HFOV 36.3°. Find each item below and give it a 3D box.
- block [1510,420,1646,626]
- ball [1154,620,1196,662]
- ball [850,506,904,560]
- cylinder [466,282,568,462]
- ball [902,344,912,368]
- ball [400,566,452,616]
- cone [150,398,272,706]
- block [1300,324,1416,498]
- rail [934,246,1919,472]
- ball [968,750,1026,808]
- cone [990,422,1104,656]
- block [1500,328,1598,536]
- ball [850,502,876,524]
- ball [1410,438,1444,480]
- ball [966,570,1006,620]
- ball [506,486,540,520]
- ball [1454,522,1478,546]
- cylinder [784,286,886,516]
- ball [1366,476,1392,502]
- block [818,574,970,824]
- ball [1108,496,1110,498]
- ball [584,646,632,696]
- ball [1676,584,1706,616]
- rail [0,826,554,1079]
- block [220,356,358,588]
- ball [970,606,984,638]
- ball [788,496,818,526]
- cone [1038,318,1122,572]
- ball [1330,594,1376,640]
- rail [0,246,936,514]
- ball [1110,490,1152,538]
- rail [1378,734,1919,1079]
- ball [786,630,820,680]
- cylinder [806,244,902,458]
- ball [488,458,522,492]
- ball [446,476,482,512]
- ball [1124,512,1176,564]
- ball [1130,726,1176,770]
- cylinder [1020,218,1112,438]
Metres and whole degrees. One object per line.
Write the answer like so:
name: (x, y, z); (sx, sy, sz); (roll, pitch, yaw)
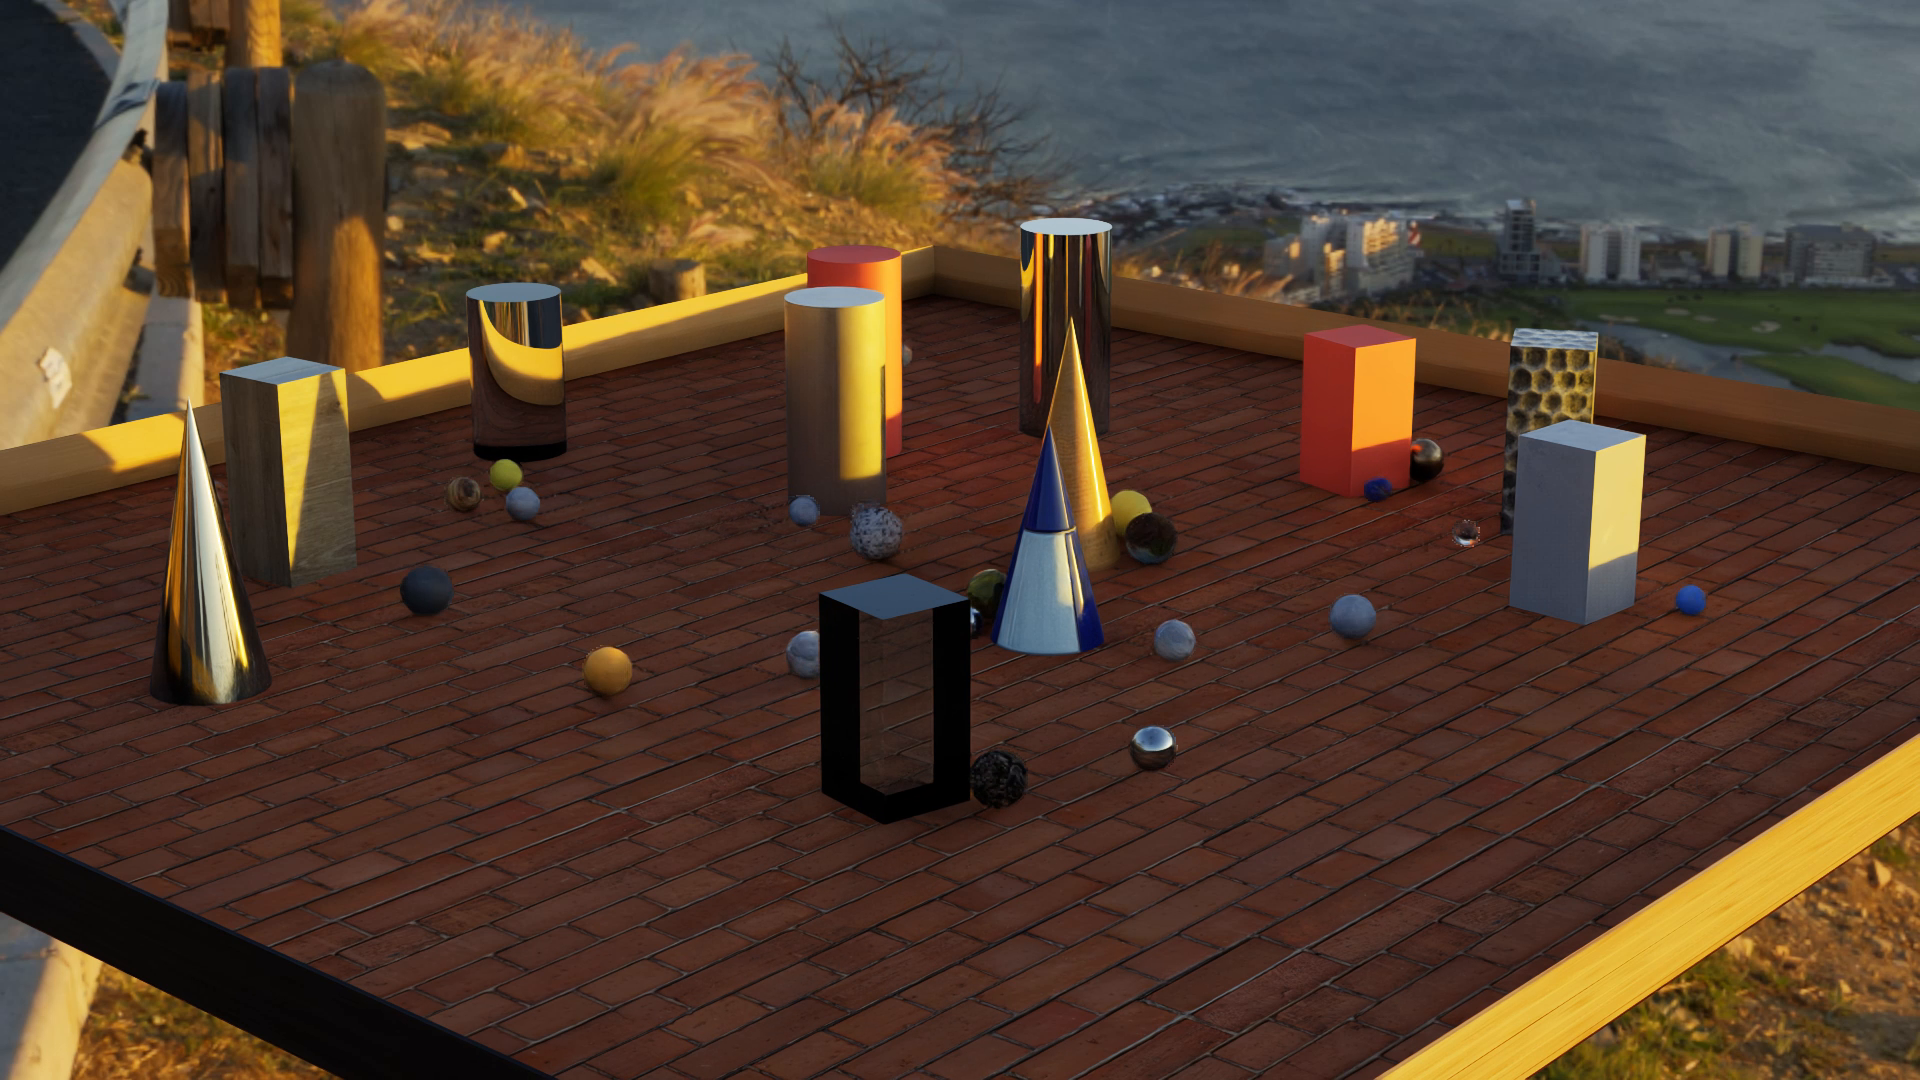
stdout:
block: (1.057, -0.032, 5.022); (0.153, 0.305, 0.153); (16, 23, 42)
ball: (0.350, 0.164, 4.783); (0.068, 0.068, 0.068); (0, 17, 0)
ball: (-0.151, -0.012, 5.317); (0.096, 0.096, 0.096); (0, 17, 0)
cylinder: (-0.907, -0.344, 6.007); (0.191, 0.333, 0.191); (0, 17, 0)
ball: (-0.139, -0.424, 6.751); (0.056, 0.056, 0.056); (0, 17, 0)
ball: (-0.912, 0.086, 5.007); (0.086, 0.086, 0.086); (0, 17, 0)
cone: (-1.194, 0.003, 4.606); (0.191, 0.477, 0.191); (0, 17, 0)
block: (0.781, -0.255, 5.769); (0.153, 0.299, 0.153); (-11, 20, -32)
rail: (1.199, -0.368, 6.443); (3.397, 0.124, 0.045); (14, 22, 39)
ball: (0.054, 0.340, 4.174); (0.083, 0.083, 0.083); (0, 17, 0)
cone: (0.146, -0.016, 4.850); (0.191, 0.372, 0.191); (0, 17, 0)
block: (1.101, -0.199, 5.478); (0.153, 0.361, 0.153); (4, 17, 13)
ball: (-0.175, -0.042, 5.474); (0.061, 0.061, 0.061); (0, 17, 0)
ball: (0.919, -0.160, 5.826); (0.084, 0.084, 0.084); (0, 17, 0)
ball: (0.052, 0.092, 4.972); (0.085, 0.085, 0.085); (0, 17, 0)
ball: (-0.829, -0.069, 5.558); (0.065, 0.065, 0.065); (0, 17, 0)
ball: (0.932, -0.012, 5.402); (0.045, 0.045, 0.045); (0, 17, 0)
cylinder: (-0.238, -0.268, 5.626); (0.191, 0.406, 0.191); (0, 17, 0)
ball: (0.812, -0.100, 5.685); (0.050, 0.050, 0.050); (0, 17, 0)
block: (-0.092, 0.224, 4.176); (0.153, 0.303, 0.153); (-13, 21, -36)
ball: (0.242, -0.061, 5.499); (0.085, 0.085, 0.085); (0, 17, 0)
ball: (-0.555, 0.207, 4.626); (0.076, 0.076, 0.076); (0, 17, 0)
ball: (1.251, 0.103, 5.013); (0.052, 0.052, 0.052); (0, 17, 0)
rail: (-1.199, 0.430, 3.798); (3.397, 0.124, 0.045); (14, 22, 39)
block: (-1.192, -0.122, 5.209); (0.153, 0.368, 0.153); (12, 21, 35)
ball: (0.011, 0.137, 4.893); (0.056, 0.056, 0.056); (0, 17, 0)
ball: (-0.295, -0.054, 5.524); (0.055, 0.055, 0.055); (0, 17, 0)
cone: (0.198, -0.183, 5.271); (0.191, 0.450, 0.191); (0, 17, 0)
ball: (0.655, 0.128, 4.887); (0.075, 0.075, 0.075); (0, 17, 0)
rail: (-1.264, -0.286, 6.171); (0.045, 0.124, 3.705); (14, 22, 39)
ball: (0.313, -0.048, 5.447); (0.089, 0.089, 0.089); (0, 17, 0)
rail: (1.264, 0.349, 4.070); (0.045, 0.124, 3.705); (14, 22, 39)
ball: (-0.241, 0.184, 4.698); (0.077, 0.077, 0.077); (0, 17, 0)
cylinder: (-0.215, -0.384, 6.004); (0.191, 0.410, 0.191); (0, 17, 0)
ball: (-0.892, -0.127, 5.752); (0.064, 0.064, 0.064); (0, 17, 0)
ball: (-0.950, -0.087, 5.611); (0.068, 0.068, 0.068); (0, 17, 0)
ball: (0.344, -0.004, 5.294); (0.094, 0.094, 0.094); (0, 17, 0)
ball: (0.283, 0.306, 4.314); (0.066, 0.066, 0.066); (0, 17, 0)
cylinder: (0.221, -0.444, 6.161); (0.191, 0.435, 0.191); (0, 17, 0)
